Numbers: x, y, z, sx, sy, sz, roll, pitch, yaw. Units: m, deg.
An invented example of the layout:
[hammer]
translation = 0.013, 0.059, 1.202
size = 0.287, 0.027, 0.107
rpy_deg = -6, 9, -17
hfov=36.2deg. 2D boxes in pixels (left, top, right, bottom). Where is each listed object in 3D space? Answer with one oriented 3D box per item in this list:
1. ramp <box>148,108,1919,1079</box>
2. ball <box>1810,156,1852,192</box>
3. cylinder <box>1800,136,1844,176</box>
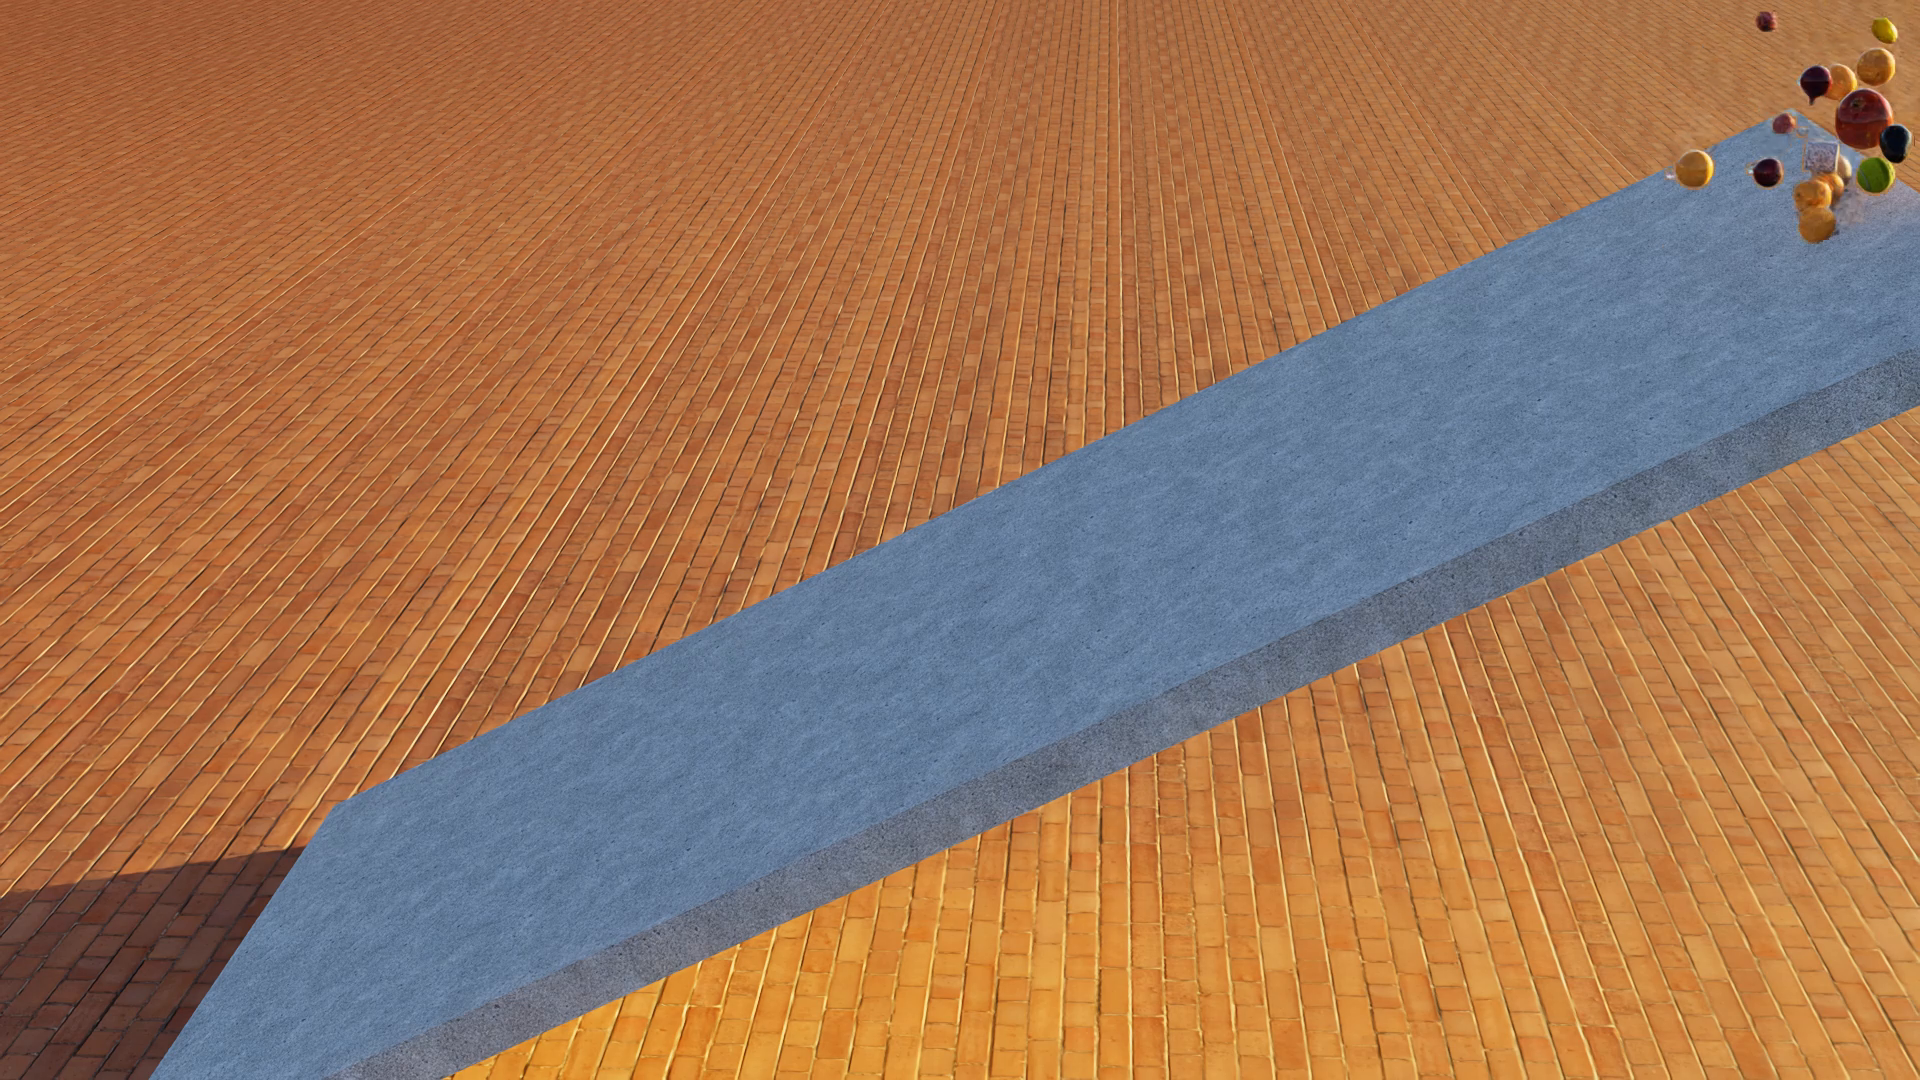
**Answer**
[ramp]
translation = 0.139, 0.168, 6.281
size = 4.000, 0.100, 2.000
rpy_deg = -25, 14, 10
[ball]
translation = 1.798, -0.758, 6.069
size = 0.081, 0.081, 0.081
rpy_deg = 0, 17, 0
[cylinder]
translation = 1.753, -0.782, 5.984
size = 0.062, 0.062, 0.062
rpy_deg = 31, 29, 22
